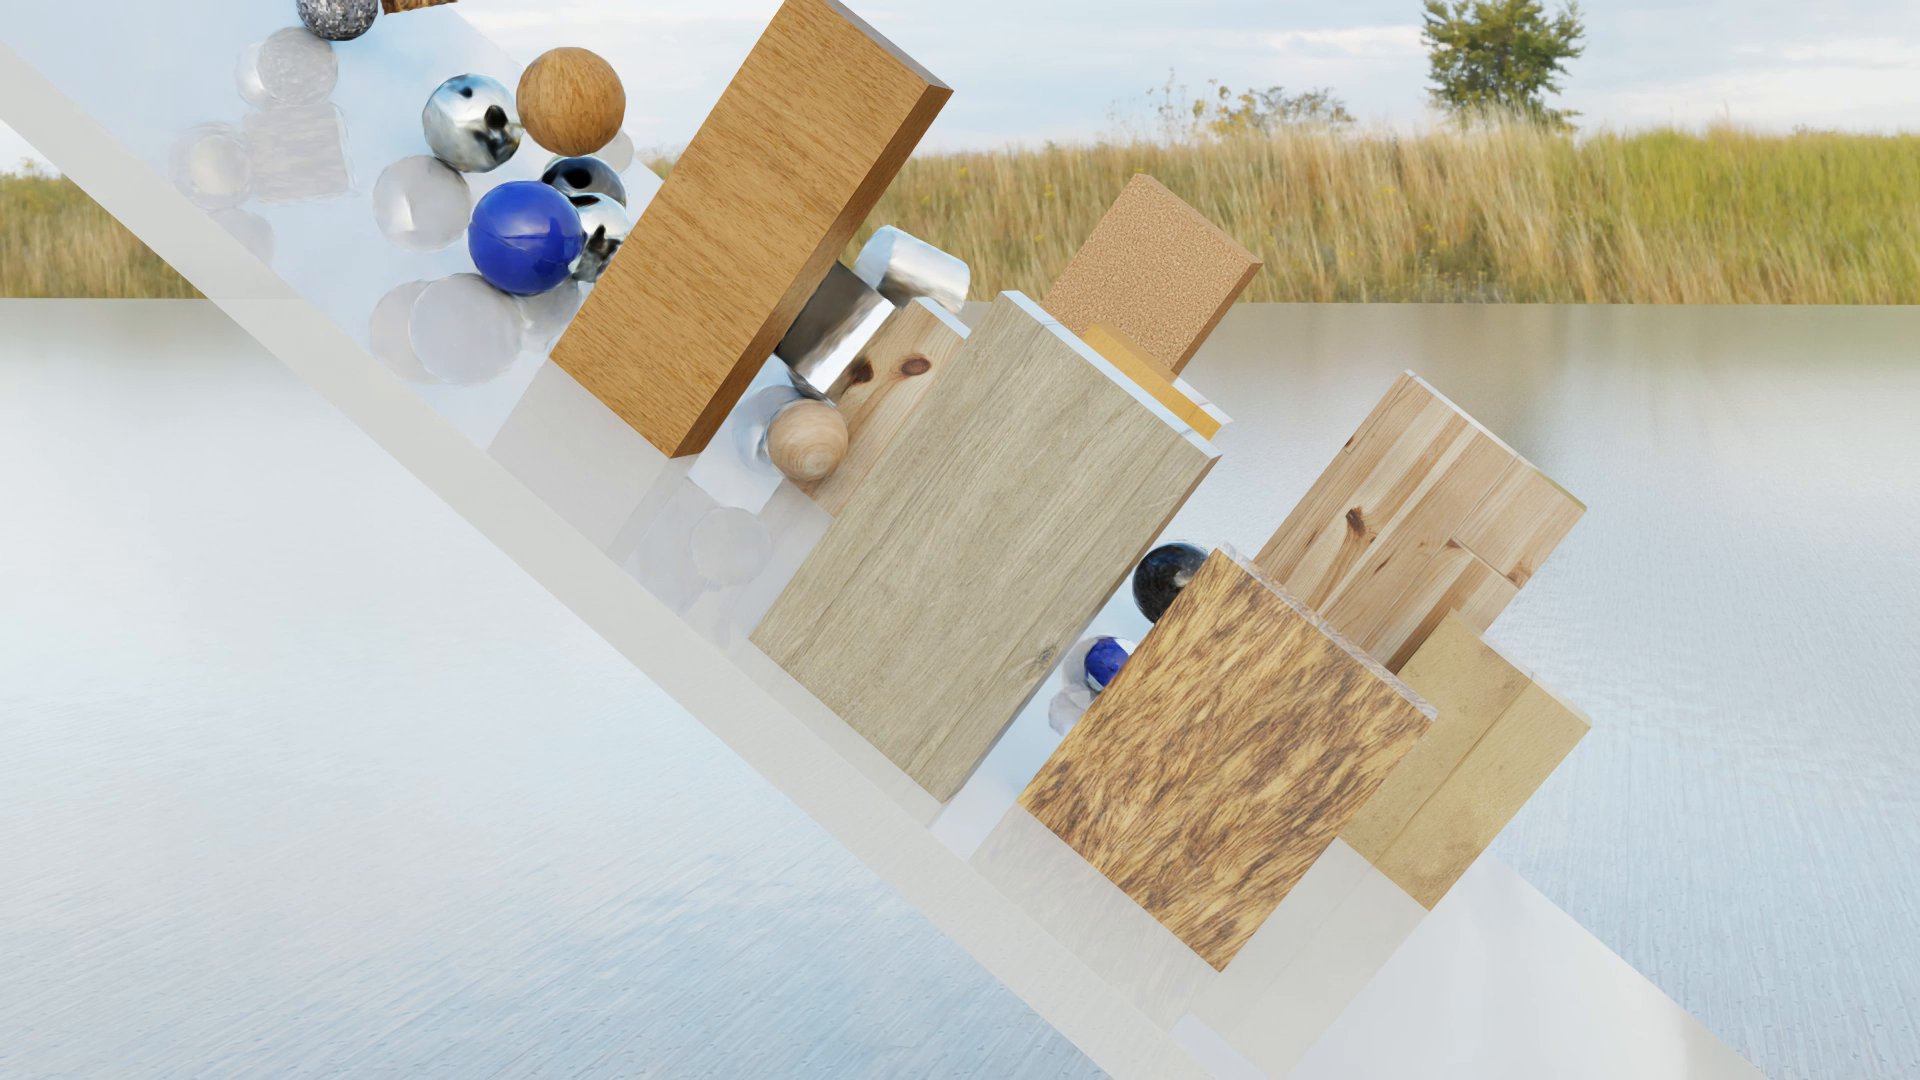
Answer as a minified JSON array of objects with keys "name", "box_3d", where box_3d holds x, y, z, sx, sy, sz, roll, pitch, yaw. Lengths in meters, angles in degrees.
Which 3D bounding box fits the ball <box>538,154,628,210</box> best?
[{"name":"ball","box_3d":[-0.733,-0.657,4.256,0.178,0.178,0.178,0,7,0]}]

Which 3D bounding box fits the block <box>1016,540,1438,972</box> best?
[{"name":"block","box_3d":[0.392,0.323,3.275,0.398,0.500,0.083,39,16,9]}]

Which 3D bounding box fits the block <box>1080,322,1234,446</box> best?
[{"name":"block","box_3d":[0.232,-0.116,4.161,0.306,0.511,0.124,39,16,9]}]

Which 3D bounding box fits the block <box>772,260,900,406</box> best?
[{"name":"block","box_3d":[-0.235,-0.377,3.881,0.194,0.194,0.194,39,0,9]}]

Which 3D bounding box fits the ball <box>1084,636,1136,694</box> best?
[{"name":"ball","box_3d":[0.283,0.233,4.013,0.113,0.113,0.113,0,7,0]}]

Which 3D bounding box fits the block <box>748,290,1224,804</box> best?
[{"name":"block","box_3d":[0.029,0.012,3.138,0.373,0.634,0.095,39,16,9]}]

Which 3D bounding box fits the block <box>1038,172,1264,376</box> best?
[{"name":"block","box_3d":[0.290,-0.387,4.657,0.305,0.726,0.147,39,16,9]}]

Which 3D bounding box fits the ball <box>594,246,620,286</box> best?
[{"name":"ball","box_3d":[-0.580,-0.459,4.024,0.177,0.177,0.177,0,7,0]}]

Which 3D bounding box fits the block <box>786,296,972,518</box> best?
[{"name":"block","box_3d":[-0.065,-0.175,3.900,0.312,0.401,0.095,39,16,9]}]

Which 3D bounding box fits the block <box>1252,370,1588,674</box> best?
[{"name":"block","box_3d":[0.820,0.095,4.362,0.436,0.755,0.106,39,16,9]}]

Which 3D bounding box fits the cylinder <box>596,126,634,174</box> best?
[{"name":"cylinder","box_3d":[-0.786,-0.874,4.856,0.114,0.114,0.114,-2,27,-18]}]

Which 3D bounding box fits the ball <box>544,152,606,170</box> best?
[{"name":"ball","box_3d":[-0.765,-0.712,4.406,0.146,0.146,0.146,0,7,0]}]

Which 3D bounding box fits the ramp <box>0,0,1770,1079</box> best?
[{"name":"ramp","box_3d":[-0.048,0.106,4.062,4.000,0.100,2.000,39,16,9]}]

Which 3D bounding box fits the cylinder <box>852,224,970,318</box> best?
[{"name":"cylinder","box_3d":[-0.097,-0.484,4.151,0.167,0.167,0.167,24,-4,-26]}]

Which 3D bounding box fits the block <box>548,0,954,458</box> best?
[{"name":"block","box_3d":[-0.349,-0.517,3.622,0.275,0.750,0.133,39,16,9]}]

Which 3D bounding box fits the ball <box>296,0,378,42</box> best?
[{"name":"ball","box_3d":[-1.245,-1.078,4.398,0.160,0.160,0.160,0,7,0]}]

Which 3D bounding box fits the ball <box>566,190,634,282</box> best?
[{"name":"ball","box_3d":[-0.692,-0.565,4.100,0.169,0.169,0.169,0,7,0]}]

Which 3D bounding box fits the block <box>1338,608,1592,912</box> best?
[{"name":"block","box_3d":[0.914,0.416,4.178,0.331,0.468,0.091,39,16,9]}]

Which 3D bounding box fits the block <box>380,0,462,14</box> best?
[{"name":"block","box_3d":[-1.074,-1.193,4.440,0.182,0.182,0.182,-6,30,15]}]

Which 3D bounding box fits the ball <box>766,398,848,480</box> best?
[{"name":"ball","box_3d":[-0.262,-0.172,3.771,0.141,0.141,0.141,0,7,0]}]

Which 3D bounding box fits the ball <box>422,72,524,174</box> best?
[{"name":"ball","box_3d":[-0.932,-0.798,4.211,0.191,0.191,0.191,0,7,0]}]

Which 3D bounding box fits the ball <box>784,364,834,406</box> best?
[{"name":"ball","box_3d":[-0.257,-0.368,4.423,0.195,0.195,0.195,0,7,0]}]

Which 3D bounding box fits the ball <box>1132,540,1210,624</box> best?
[{"name":"ball","box_3d":[0.443,0.093,4.491,0.184,0.184,0.184,0,7,0]}]

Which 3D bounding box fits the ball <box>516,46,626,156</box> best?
[{"name":"ball","box_3d":[-0.718,-0.810,4.064,0.200,0.200,0.200,0,7,0]}]

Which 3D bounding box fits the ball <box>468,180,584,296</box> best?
[{"name":"ball","box_3d":[-0.750,-0.522,3.801,0.199,0.199,0.199,0,7,0]}]
